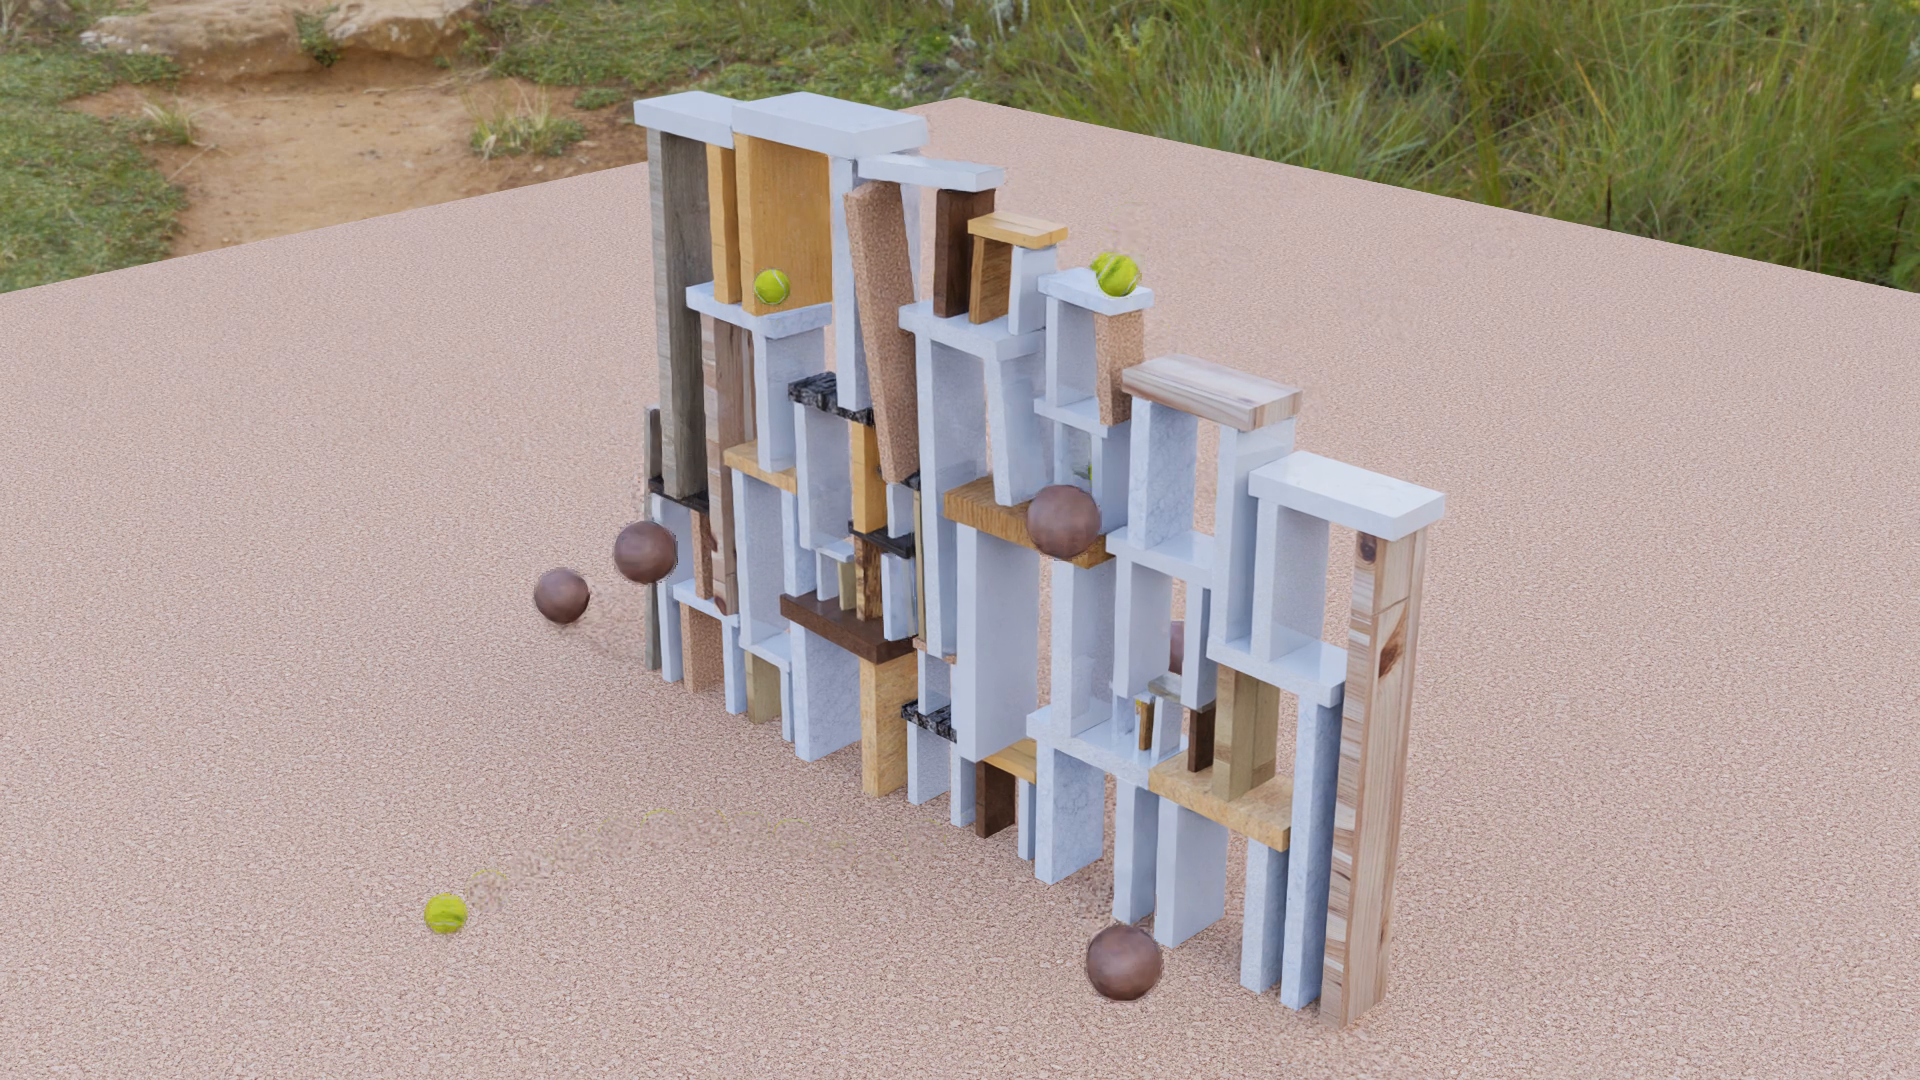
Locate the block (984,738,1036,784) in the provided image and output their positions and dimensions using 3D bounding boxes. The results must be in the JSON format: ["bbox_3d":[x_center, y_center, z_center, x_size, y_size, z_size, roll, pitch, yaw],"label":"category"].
[{"bbox_3d":[0.110,0.420,4.288,0.176,0.025,0.088,21,31,40],"label":"block"}]

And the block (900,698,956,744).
[{"bbox_3d":[-0.020,0.359,4.404,0.186,0.026,0.093,21,31,40],"label":"block"}]

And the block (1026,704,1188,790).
[{"bbox_3d":[0.282,0.368,4.079,0.297,0.042,0.148,21,31,40],"label":"block"}]

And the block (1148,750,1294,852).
[{"bbox_3d":[0.496,0.449,3.878,0.150,0.043,0.301,-21,31,-40],"label":"block"}]

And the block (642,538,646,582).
[{"bbox_3d":[-0.683,0.010,4.985,0.023,0.163,0.081,20,26,31],"label":"block"}]

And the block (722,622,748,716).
[{"bbox_3d":[-0.469,0.266,4.854,0.031,0.220,0.110,21,31,40],"label":"block"}]

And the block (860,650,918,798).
[{"bbox_3d":[-0.130,0.355,4.516,0.045,0.318,0.159,21,31,40],"label":"block"}]

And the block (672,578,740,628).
[{"bbox_3d":[-0.521,0.130,4.852,0.220,0.031,0.110,21,31,40],"label":"block"}]

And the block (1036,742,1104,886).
[{"bbox_3d":[0.212,0.497,4.209,0.042,0.297,0.148,21,31,40],"label":"block"}]

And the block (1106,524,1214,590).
[{"bbox_3d":[0.383,0.021,3.826,0.238,0.034,0.119,21,31,40],"label":"block"}]

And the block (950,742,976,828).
[{"bbox_3d":[0.024,0.474,4.405,0.026,0.186,0.093,21,31,41],"label":"block"}]

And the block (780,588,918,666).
[{"bbox_3d":[-0.209,0.161,4.509,0.159,0.045,0.318,-19,29,-37],"label":"block"}]

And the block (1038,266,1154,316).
[{"bbox_3d":[0.233,-0.431,3.806,0.098,0.028,0.196,-16,27,-33],"label":"block"}]

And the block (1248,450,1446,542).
[{"bbox_3d":[0.618,-0.074,3.525,0.280,0.040,0.140,21,31,40],"label":"block"}]

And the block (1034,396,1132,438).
[{"bbox_3d":[0.227,-0.226,3.896,0.091,0.026,0.183,-19,29,-38],"label":"block"}]

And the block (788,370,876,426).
[{"bbox_3d":[-0.219,-0.279,4.329,0.229,0.032,0.114,20,29,38],"label":"block"}]

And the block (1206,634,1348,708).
[{"bbox_3d":[0.557,0.202,3.691,0.130,0.037,0.261,-20,30,-39],"label":"block"}]

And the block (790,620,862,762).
[{"bbox_3d":[-0.279,0.296,4.654,0.159,0.318,0.045,-22,31,-40],"label":"block"}]

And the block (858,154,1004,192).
[{"bbox_3d":[-0.052,-0.658,3.937,0.233,0.033,0.117,11,18,23],"label":"block"}]

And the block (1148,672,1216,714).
[{"bbox_3d":[0.400,0.270,3.909,0.121,0.017,0.061,21,31,38],"label":"block"}]

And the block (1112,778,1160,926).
[{"bbox_3d":[0.352,0.552,4.080,0.042,0.297,0.149,21,31,41],"label":"block"}]

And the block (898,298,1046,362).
[{"bbox_3d":[0.029,-0.389,4.015,0.139,0.040,0.279,-18,28,-36],"label":"block"}]

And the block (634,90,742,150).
[{"bbox_3d":[-0.490,-0.840,4.389,0.160,0.045,0.319,-20,30,-39],"label":"block"}]

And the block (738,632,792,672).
[{"bbox_3d":[-0.388,0.232,4.736,0.087,0.025,0.174,-21,31,-38],"label":"block"}]

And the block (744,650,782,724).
[{"bbox_3d":[-0.425,0.309,4.810,0.087,0.174,0.025,-22,31,-39],"label":"block"}]

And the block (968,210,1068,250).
[{"bbox_3d":[0.102,-0.546,3.873,0.165,0.023,0.082,21,33,41],"label":"block"}]

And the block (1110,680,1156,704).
[{"bbox_3d":[0.323,0.269,3.995,0.095,0.014,0.048,21,31,41],"label":"block"}]

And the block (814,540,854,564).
[{"bbox_3d":[-0.246,0.020,4.488,0.053,0.015,0.106,-19,28,-39],"label":"block"}]

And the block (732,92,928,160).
[{"bbox_3d":[-0.249,-0.783,4.143,0.179,0.051,0.358,-21,30,-39],"label":"block"}]

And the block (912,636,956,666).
[{"bbox_3d":[-0.018,0.212,4.331,0.140,0.020,0.070,21,31,40],"label":"block"}]

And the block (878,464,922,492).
[{"bbox_3d":[-0.094,-0.130,4.247,0.063,0.018,0.126,-29,38,-34],"label":"block"}]

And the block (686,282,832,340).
[{"bbox_3d":[-0.409,-0.476,4.460,0.147,0.042,0.293,-20,30,-38],"label":"block"}]

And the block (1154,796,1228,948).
[{"bbox_3d":[0.424,0.580,4.009,0.150,0.301,0.043,-21,31,-41],"label":"block"}]

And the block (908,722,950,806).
[{"bbox_3d":[-0.064,0.440,4.486,0.026,0.186,0.093,21,31,41],"label":"block"}]

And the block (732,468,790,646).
[{"bbox_3d":[-0.421,0.021,4.689,0.033,0.399,0.117,20,31,39],"label":"block"}]

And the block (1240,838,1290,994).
[{"bbox_3d":[0.565,0.635,3.879,0.043,0.301,0.150,21,31,41],"label":"block"}]

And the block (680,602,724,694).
[{"bbox_3d":[-0.572,0.225,4.949,0.031,0.220,0.110,21,31,41],"label":"block"}]

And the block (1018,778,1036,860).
[{"bbox_3d":[0.154,0.529,4.288,0.025,0.176,0.088,21,31,40],"label":"block"}]

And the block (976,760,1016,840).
[{"bbox_3d":[0.071,0.496,4.365,0.025,0.176,0.088,20,30,40],"label":"block"}]

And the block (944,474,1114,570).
[{"bbox_3d":[0.158,-0.043,4.032,0.351,0.050,0.175,20,30,39],"label":"block"}]

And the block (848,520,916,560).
[{"bbox_3d":[-0.130,-0.012,4.360,0.090,0.026,0.181,-18,29,-37],"label":"block"}]

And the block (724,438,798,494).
[{"bbox_3d":[-0.369,-0.156,4.554,0.117,0.033,0.235,-21,31,-39],"label":"block"}]

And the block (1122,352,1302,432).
[{"bbox_3d":[0.418,-0.249,3.666,0.137,0.039,0.274,-21,31,-39],"label":"block"}]

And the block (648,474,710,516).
[{"bbox_3d":[-0.574,-0.107,4.803,0.207,0.029,0.104,21,31,40],"label":"block"}]

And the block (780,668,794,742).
[{"bbox_3d":[-0.344,0.340,4.736,0.025,0.174,0.087,21,31,40],"label":"block"}]
